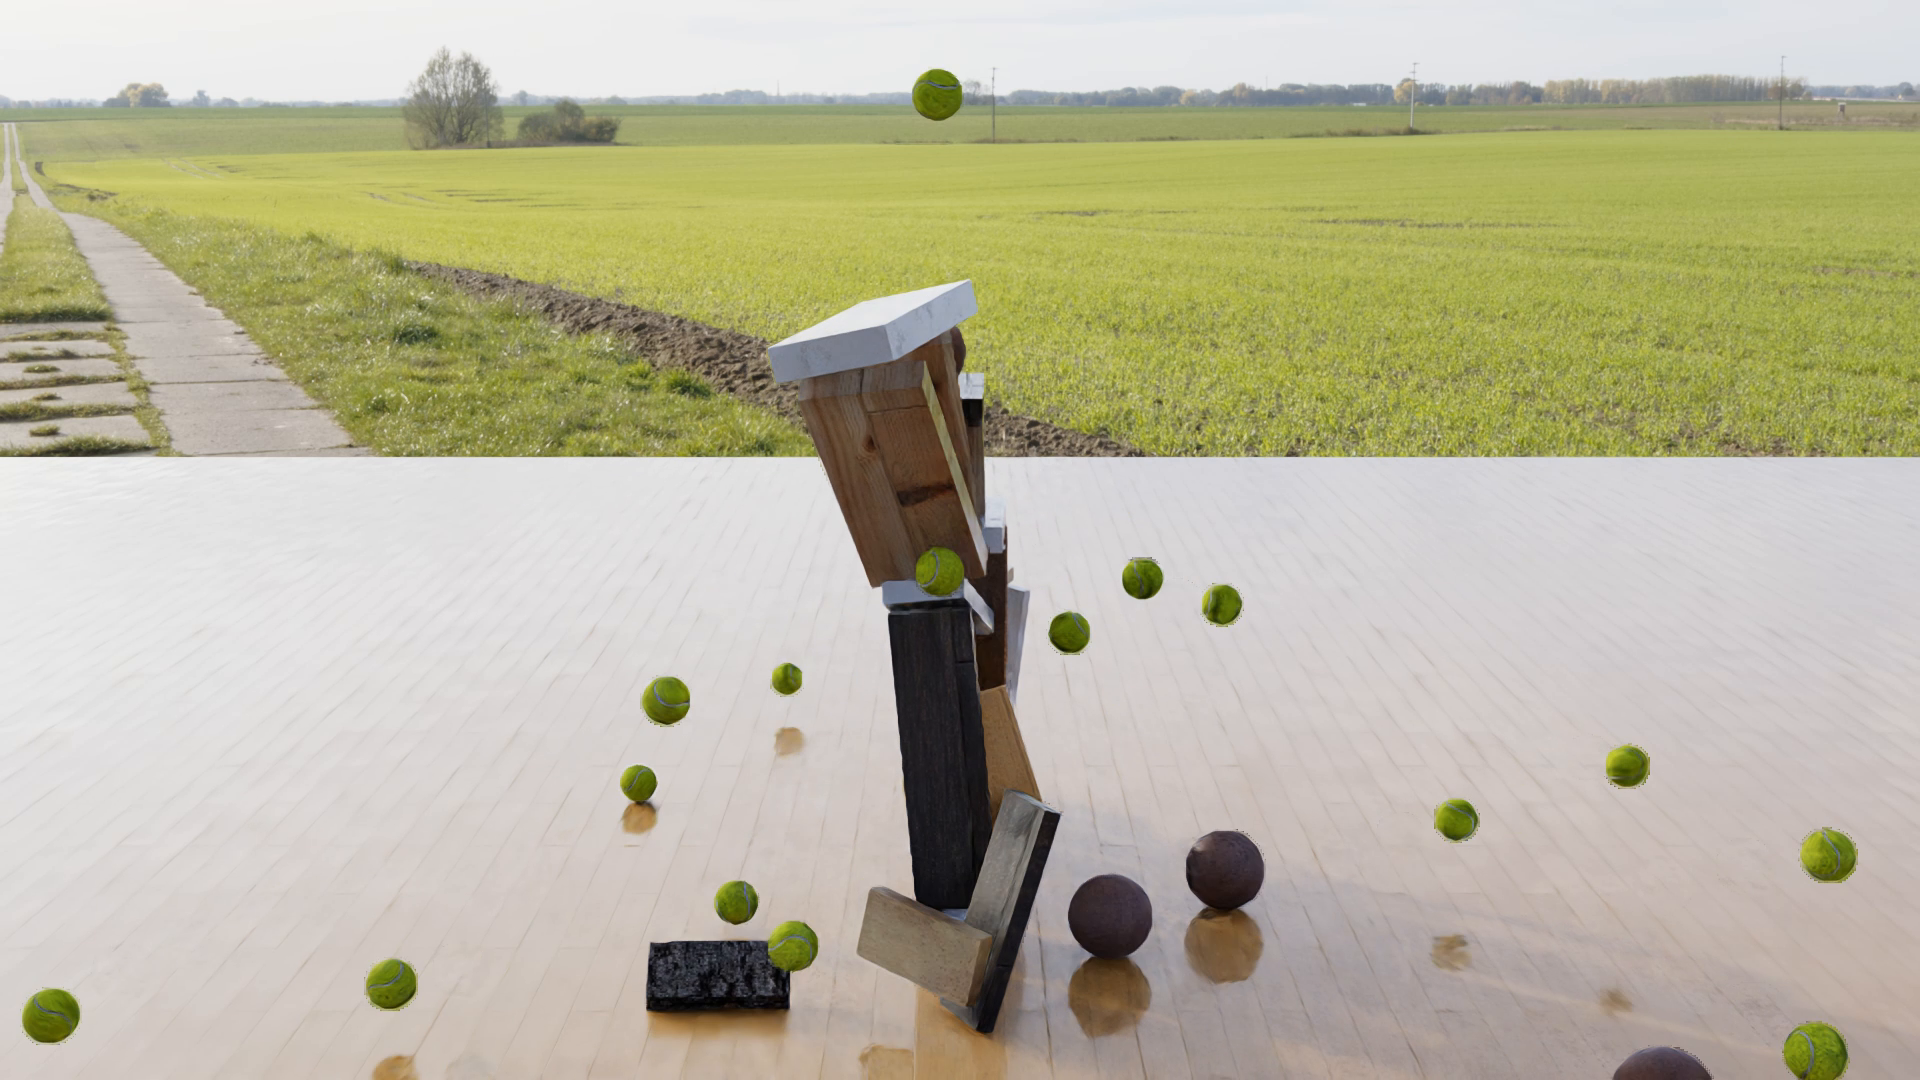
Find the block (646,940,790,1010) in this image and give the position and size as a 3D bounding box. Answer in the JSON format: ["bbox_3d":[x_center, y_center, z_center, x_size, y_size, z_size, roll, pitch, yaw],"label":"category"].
[{"bbox_3d":[-0.352,0.636,3.215,0.205,0.029,0.103,-1,40,-3],"label":"block"}]

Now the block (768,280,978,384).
[{"bbox_3d":[-0.113,-0.288,3.010,0.171,0.048,0.342,-9,13,22],"label":"block"}]

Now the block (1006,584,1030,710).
[{"bbox_3d":[0.059,0.287,4.127,0.091,0.419,0.026,13,13,27],"label":"block"}]

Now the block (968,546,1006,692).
[{"bbox_3d":[-0.001,0.153,3.448,0.143,0.286,0.041,0,9,1],"label":"block"}]

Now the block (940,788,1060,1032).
[{"bbox_3d":[0.056,0.526,3.127,0.029,0.326,0.103,15,4,-33],"label":"block"}]

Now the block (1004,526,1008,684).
[{"bbox_3d":[0.006,0.118,3.633,0.143,0.286,0.041,0,9,-2],"label":"block"}]

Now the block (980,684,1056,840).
[{"bbox_3d":[0.047,0.348,3.273,0.120,0.239,0.034,-18,3,1],"label":"block"}]

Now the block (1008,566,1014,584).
[{"bbox_3d":[0.026,0.079,4.027,0.091,0.026,0.183,5,15,19],"label":"block"}]

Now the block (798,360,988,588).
[{"bbox_3d":[-0.088,-0.084,3.073,0.171,0.395,0.048,-6,48,12],"label":"block"}]

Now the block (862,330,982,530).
[{"bbox_3d":[-0.075,-0.149,3.255,0.171,0.342,0.048,-9,38,1],"label":"block"}]

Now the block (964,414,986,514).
[{"bbox_3d":[-0.014,-0.117,3.406,0.104,0.208,0.029,0,51,3],"label":"block"}]

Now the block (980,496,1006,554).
[{"bbox_3d":[-0.001,-0.026,3.514,0.143,0.041,0.286,0,10,2],"label":"block"}]

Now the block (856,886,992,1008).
[{"bbox_3d":[-0.052,0.578,3.134,0.205,0.103,0.029,18,11,35],"label":"block"}]

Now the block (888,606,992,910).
[{"bbox_3d":[-0.023,0.322,3.224,0.120,0.445,0.034,-4,8,7],"label":"block"}]

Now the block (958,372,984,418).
[{"bbox_3d":[-0.016,-0.223,3.386,0.104,0.029,0.208,0,15,1],"label":"block"}]

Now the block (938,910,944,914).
[{"bbox_3d":[-0.004,0.587,3.318,0.067,0.135,0.019,0,11,0],"label":"block"}]

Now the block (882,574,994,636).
[{"bbox_3d":[-0.030,0.102,3.285,0.120,0.034,0.239,-5,-16,10],"label":"block"}]

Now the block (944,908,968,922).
[{"bbox_3d":[0.004,0.554,3.233,0.053,0.015,0.106,-1,9,-2],"label":"block"}]
